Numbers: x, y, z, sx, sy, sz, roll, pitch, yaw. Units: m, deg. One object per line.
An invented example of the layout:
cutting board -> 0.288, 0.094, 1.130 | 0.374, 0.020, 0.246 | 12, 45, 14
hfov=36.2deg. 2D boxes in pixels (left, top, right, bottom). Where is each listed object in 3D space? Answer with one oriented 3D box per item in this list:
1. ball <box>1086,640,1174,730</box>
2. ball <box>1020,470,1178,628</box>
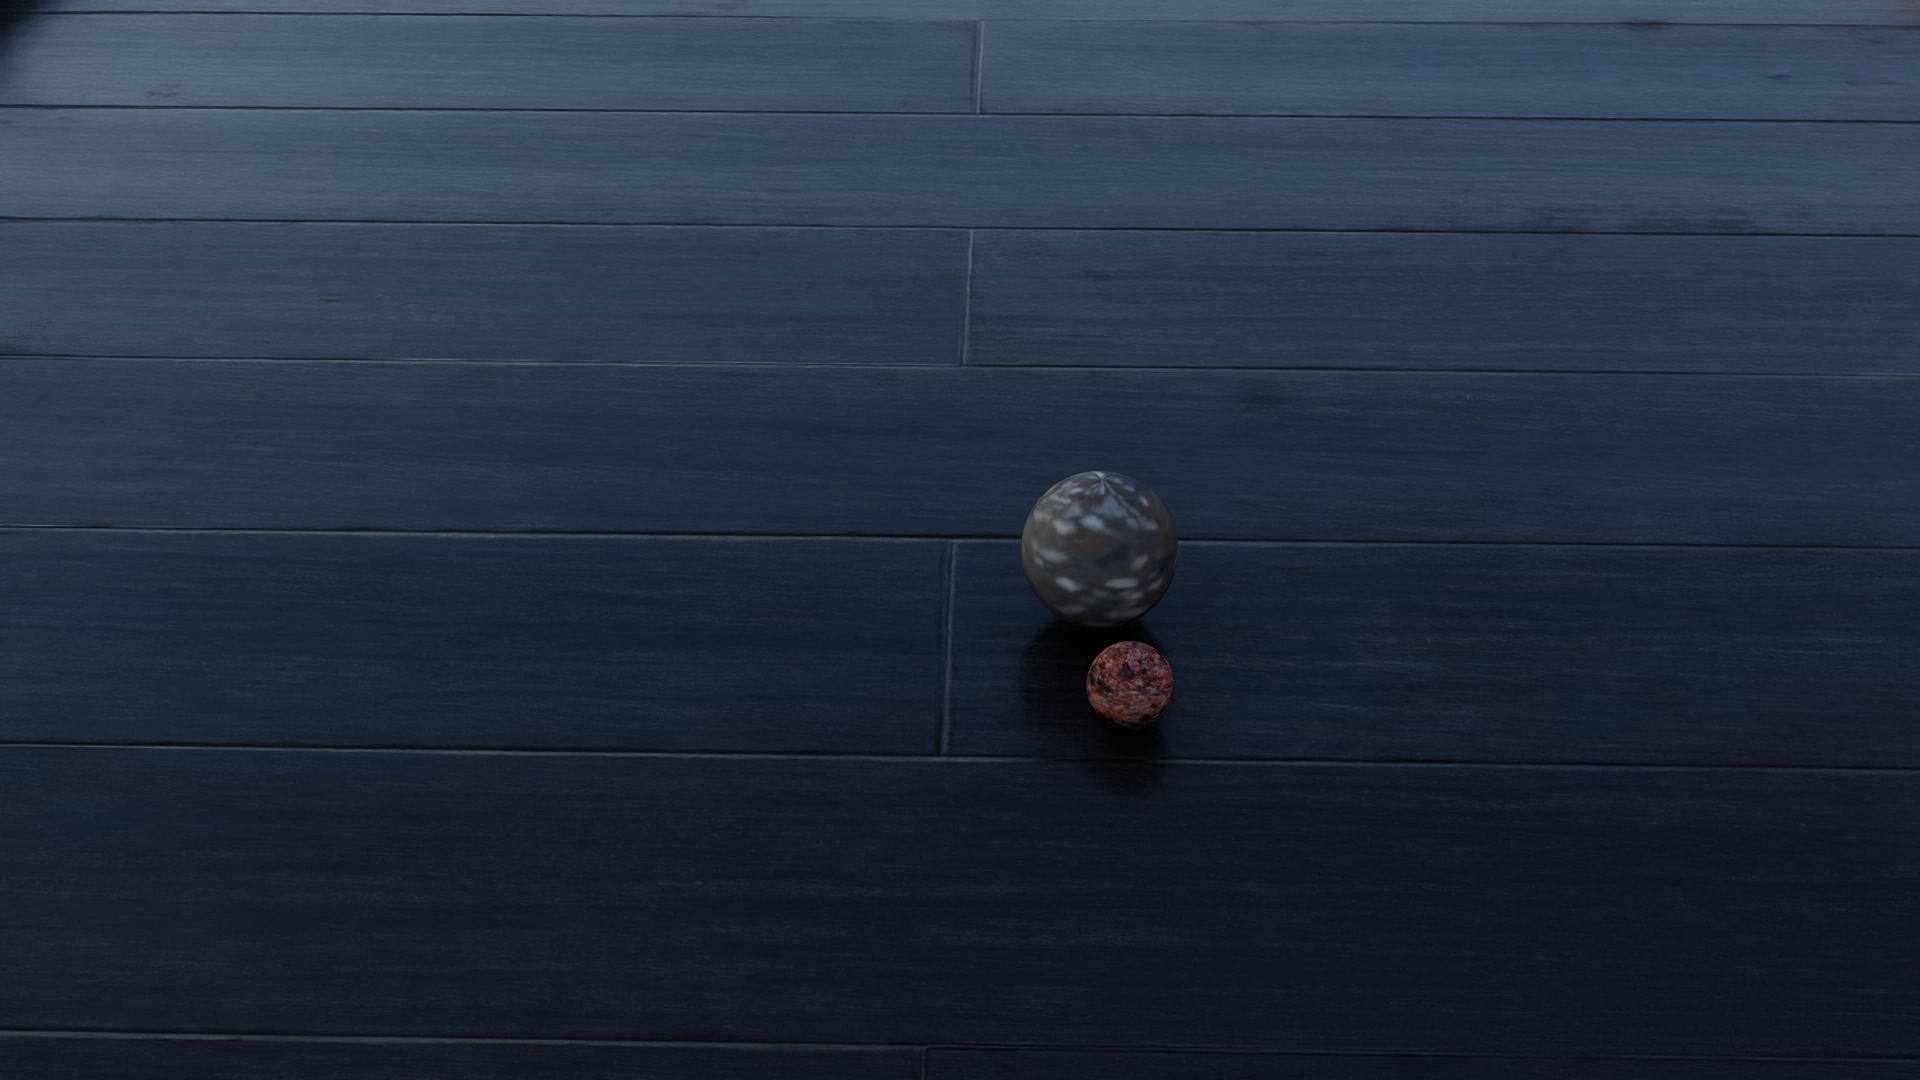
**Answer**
ball -> 0.094, 0.080, 1.620 | 0.049, 0.049, 0.049 | 0, 28, 0
ball -> 0.081, 0.006, 1.711 | 0.092, 0.092, 0.092 | 0, 28, 0
